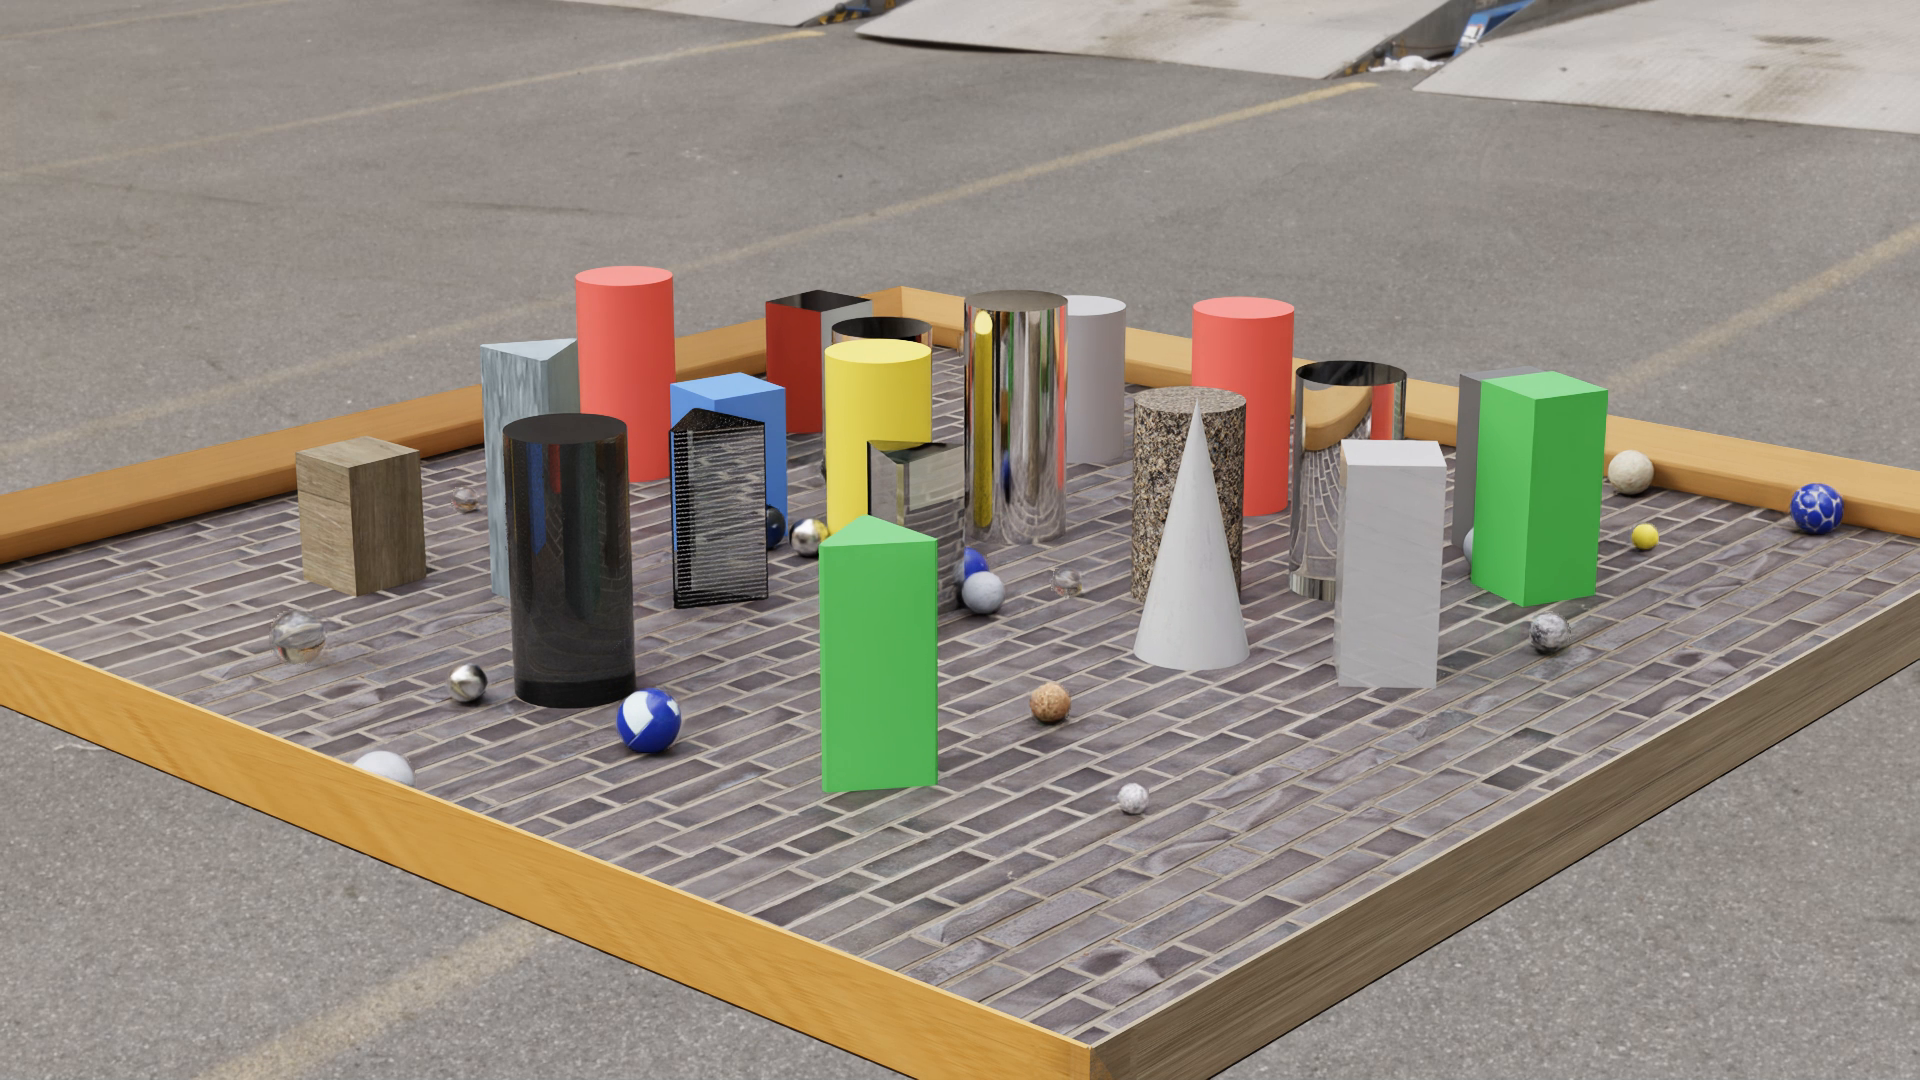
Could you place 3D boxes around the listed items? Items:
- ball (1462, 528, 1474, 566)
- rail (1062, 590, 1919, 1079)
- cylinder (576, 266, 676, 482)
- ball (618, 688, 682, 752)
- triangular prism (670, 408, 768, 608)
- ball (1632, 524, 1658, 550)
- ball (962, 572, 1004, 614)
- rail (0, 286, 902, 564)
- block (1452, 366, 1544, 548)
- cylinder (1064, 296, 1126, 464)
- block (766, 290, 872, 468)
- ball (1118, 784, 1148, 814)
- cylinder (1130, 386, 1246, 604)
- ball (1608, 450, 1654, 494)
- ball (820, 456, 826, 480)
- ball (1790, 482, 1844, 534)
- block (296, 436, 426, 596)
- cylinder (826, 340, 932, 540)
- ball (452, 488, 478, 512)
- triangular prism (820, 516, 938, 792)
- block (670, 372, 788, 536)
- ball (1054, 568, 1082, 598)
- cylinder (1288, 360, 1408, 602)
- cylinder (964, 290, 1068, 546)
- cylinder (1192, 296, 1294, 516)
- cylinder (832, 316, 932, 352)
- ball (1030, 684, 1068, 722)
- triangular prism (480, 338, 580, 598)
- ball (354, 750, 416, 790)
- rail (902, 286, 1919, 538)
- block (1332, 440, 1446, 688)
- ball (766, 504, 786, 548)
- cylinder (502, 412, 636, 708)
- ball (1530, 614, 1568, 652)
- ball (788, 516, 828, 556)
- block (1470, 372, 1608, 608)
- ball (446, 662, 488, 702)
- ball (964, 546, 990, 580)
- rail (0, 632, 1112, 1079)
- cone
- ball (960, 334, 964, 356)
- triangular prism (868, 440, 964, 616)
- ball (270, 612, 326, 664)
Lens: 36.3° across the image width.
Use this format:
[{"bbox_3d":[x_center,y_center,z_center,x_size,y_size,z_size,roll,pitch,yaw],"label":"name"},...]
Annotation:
[{"bbox_3d":[0.945,0.014,5.245,0.089,0.089,0.089,0,17,0],"label":"ball"},{"bbox_3d":[1.055,0.296,4.243,0.045,0.125,2.843,14,22,39],"label":"rail"},{"bbox_3d":[-0.664,-0.332,5.854,0.192,0.398,0.192,0,17,0],"label":"cylinder"},{"bbox_3d":[-0.464,0.270,4.384,0.096,0.096,0.096,0,17,0],"label":"ball"},{"bbox_3d":[-0.437,-0.060,5.096,0.166,0.315,0.144,-6,18,-20],"label":"triangular prism"},{"bbox_3d":[1.256,-0.005,5.378,0.047,0.047,0.047,0,17,0],"label":"ball"},{"bbox_3d":[0.039,0.090,5.019,0.073,0.073,0.073,0,17,0],"label":"ball"},{"bbox_3d":[-1.055,-0.234,5.998,0.045,0.125,2.843,14,22,39],"label":"rail"},{"bbox_3d":[1.011,-0.137,5.341,0.154,0.322,0.154,-8,18,-24],"label":"block"},{"bbox_3d":[0.242,-0.331,6.008,0.192,0.307,0.192,0,17,0],"label":"cylinder"},{"bbox_3d":[-0.285,-0.329,5.972,0.154,0.324,0.154,14,22,38],"label":"block"},{"bbox_3d":[0.245,0.367,4.154,0.043,0.043,0.043,0,17,0],"label":"ball"},{"bbox_3d":[0.395,-0.074,5.083,0.192,0.350,0.192,0,17,0],"label":"cylinder"},{"bbox_3d":[1.311,-0.132,5.729,0.088,0.088,0.088,0,17,0],"label":"ball"},{"bbox_3d":[-0.242,-0.142,5.797,0.068,0.068,0.068,0,17,0],"label":"ball"},{"bbox_3d":[1.599,-0.060,5.475,0.096,0.096,0.096,0,17,0],"label":"ball"},{"bbox_3d":[-1.058,-0.044,5.183,0.154,0.234,0.154,15,22,40],"label":"block"},{"bbox_3d":[-0.148,-0.163,5.342,0.192,0.371,0.192,0,17,0],"label":"cylinder"},{"bbox_3d":[-0.947,-0.076,5.615,0.047,0.047,0.047,0,17,0],"label":"ball"},{"bbox_3d":[-0.127,0.161,4.266,0.166,0.371,0.144,-3,17,-10],"label":"triangular prism"},{"bbox_3d":[-0.429,-0.149,5.447,0.154,0.283,0.154,-12,21,-35],"label":"block"},{"bbox_3d":[0.188,0.075,5.106,0.051,0.051,0.051,0,17,0],"label":"ball"},{"bbox_3d":[0.676,-0.104,5.120,0.192,0.385,0.192,0,17,0],"label":"cylinder"},{"bbox_3d":[0.103,-0.229,5.439,0.192,0.440,0.192,0,17,0],"label":"cylinder"},{"bbox_3d":[0.539,-0.257,5.628,0.192,0.386,0.192,0,17,0],"label":"cylinder"},{"bbox_3d":[-0.149,-0.240,5.638,0.192,0.346,0.192,0,17,0],"label":"cylinder"},{"bbox_3d":[0.138,0.251,4.508,0.060,0.060,0.060,0,17,0],"label":"ball"},{"bbox_3d":[-0.711,-0.120,5.076,0.166,0.443,0.144,15,22,40],"label":"triangular prism"},{"bbox_3d":[-0.816,0.345,4.135,0.096,0.096,0.096,0,17,0],"label":"ball"},{"bbox_3d":[0.917,-0.274,6.131,2.842,0.125,0.045,14,22,39],"label":"rail"},{"bbox_3d":[0.684,0.037,4.686,0.154,0.366,0.154,1,17,3],"label":"block"},{"bbox_3d":[-0.360,-0.025,5.384,0.082,0.082,0.082,0,17,0],"label":"ball"},{"bbox_3d":[-0.612,0.031,4.602,0.192,0.427,0.192,0,17,0],"label":"cylinder"},{"bbox_3d":[0.970,0.154,4.825,0.063,0.063,0.063,0,17,0],"label":"ball"},{"bbox_3d":[-0.275,-0.006,5.337,0.073,0.073,0.073,0,17,0],"label":"ball"},{"bbox_3d":[1.007,-0.091,5.105,0.154,0.369,0.154,-8,19,-25],"label":"block"},{"bbox_3d":[-0.772,0.223,4.593,0.063,0.063,0.063,0,17,0],"label":"ball"},{"bbox_3d":[0.007,0.058,5.093,0.092,0.092,0.092,0,17,0],"label":"ball"},{"bbox_3d":[-0.917,0.336,4.110,2.842,0.125,0.045,14,22,39],"label":"rail"},{"bbox_3d":[0.382,-0.023,4.774,0.192,0.431,0.192,0,17,0],"label":"cone"},{"bbox_3d":[0.040,-0.450,6.790,0.082,0.082,0.082,0,17,0],"label":"ball"},{"bbox_3d":[-0.101,-0.018,4.999,0.144,0.291,0.166,14,21,38],"label":"triangular prism"},{"bbox_3d":[-1.076,0.159,4.766,0.087,0.087,0.087,0,17,0],"label":"ball"}]
